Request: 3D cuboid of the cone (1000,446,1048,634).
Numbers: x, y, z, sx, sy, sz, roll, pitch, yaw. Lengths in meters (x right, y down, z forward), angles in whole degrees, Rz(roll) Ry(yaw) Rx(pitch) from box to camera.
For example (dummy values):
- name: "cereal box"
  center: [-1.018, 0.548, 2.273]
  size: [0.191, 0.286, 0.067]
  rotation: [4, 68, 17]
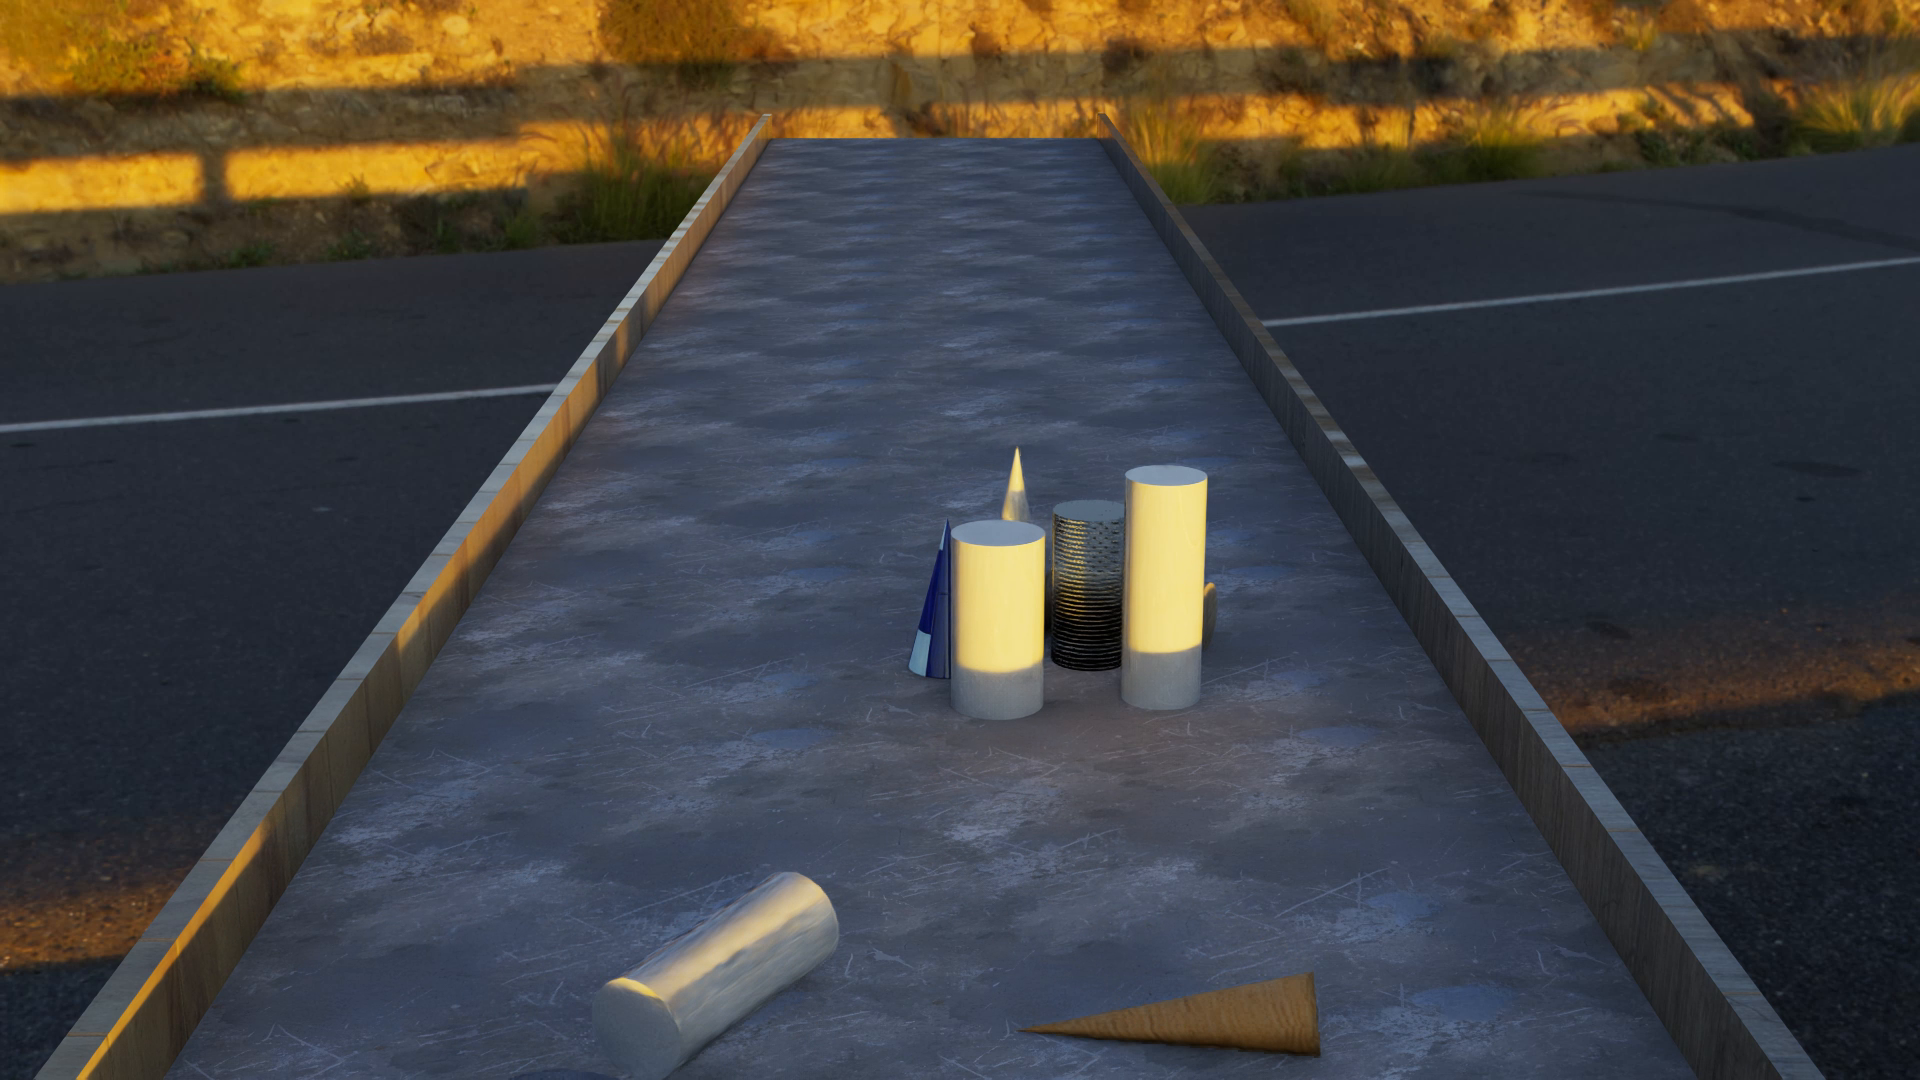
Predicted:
- name: "cone"
  center: [0.113, -0.007, 4.549]
  size: [0.156, 0.395, 0.156]
  rotation: [1, 18, 0]

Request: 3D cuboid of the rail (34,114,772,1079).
- name: "rail"
  center: [-1.118, -0.838, 7.780]
  size: [0.050, 0.150, 12.000]
  rotation: [0, 17, -1]

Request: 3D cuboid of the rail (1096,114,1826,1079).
- name: "rail"
  center: [0.932, -0.844, 7.801]
  size: [0.050, 0.150, 12.000]
  rotation: [0, 17, -1]

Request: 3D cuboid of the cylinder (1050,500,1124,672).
- name: "cylinder"
  center: [0.260, 0.090, 4.383]
  size: [0.155, 0.309, 0.155]
  rotation: [0, 17, 0]

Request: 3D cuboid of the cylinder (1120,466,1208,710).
- name: "cylinder"
  center: [0.384, 0.089, 4.159]
  size: [0.153, 0.437, 0.153]
  rotation: [0, 17, 0]

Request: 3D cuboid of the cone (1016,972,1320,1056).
- name: "cone"
  center: [0.272, 0.647, 2.954]
  size: [0.411, 0.110, 0.110]
  rotation: [-5, 16, 9]

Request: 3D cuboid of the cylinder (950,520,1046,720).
- name: "cylinder"
  center: [0.070, 0.149, 4.136]
  size: [0.176, 0.337, 0.176]
  rotation: [0, 17, 0]

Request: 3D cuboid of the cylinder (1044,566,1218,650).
- name: "cylinder"
  center: [0.347, 0.136, 4.524]
  size: [0.337, 0.140, 0.140]
  rotation: [7, 18, 23]

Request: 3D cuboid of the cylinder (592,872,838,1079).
- name: "cylinder"
  center: [-0.327, 0.588, 2.998]
  size: [0.144, 0.144, 0.372]
  rotation: [9, 19, 28]

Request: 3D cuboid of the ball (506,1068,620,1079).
- name: "ball"
  center: [-0.412, 0.712, 2.240]
  size: [0.337, 0.337, 0.337]
  rotation: [0, 17, 0]

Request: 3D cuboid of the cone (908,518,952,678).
- name: "cone"
  center: [-0.025, 0.102, 4.342]
  size: [0.158, 0.308, 0.158]
  rotation: [0, 17, 0]
